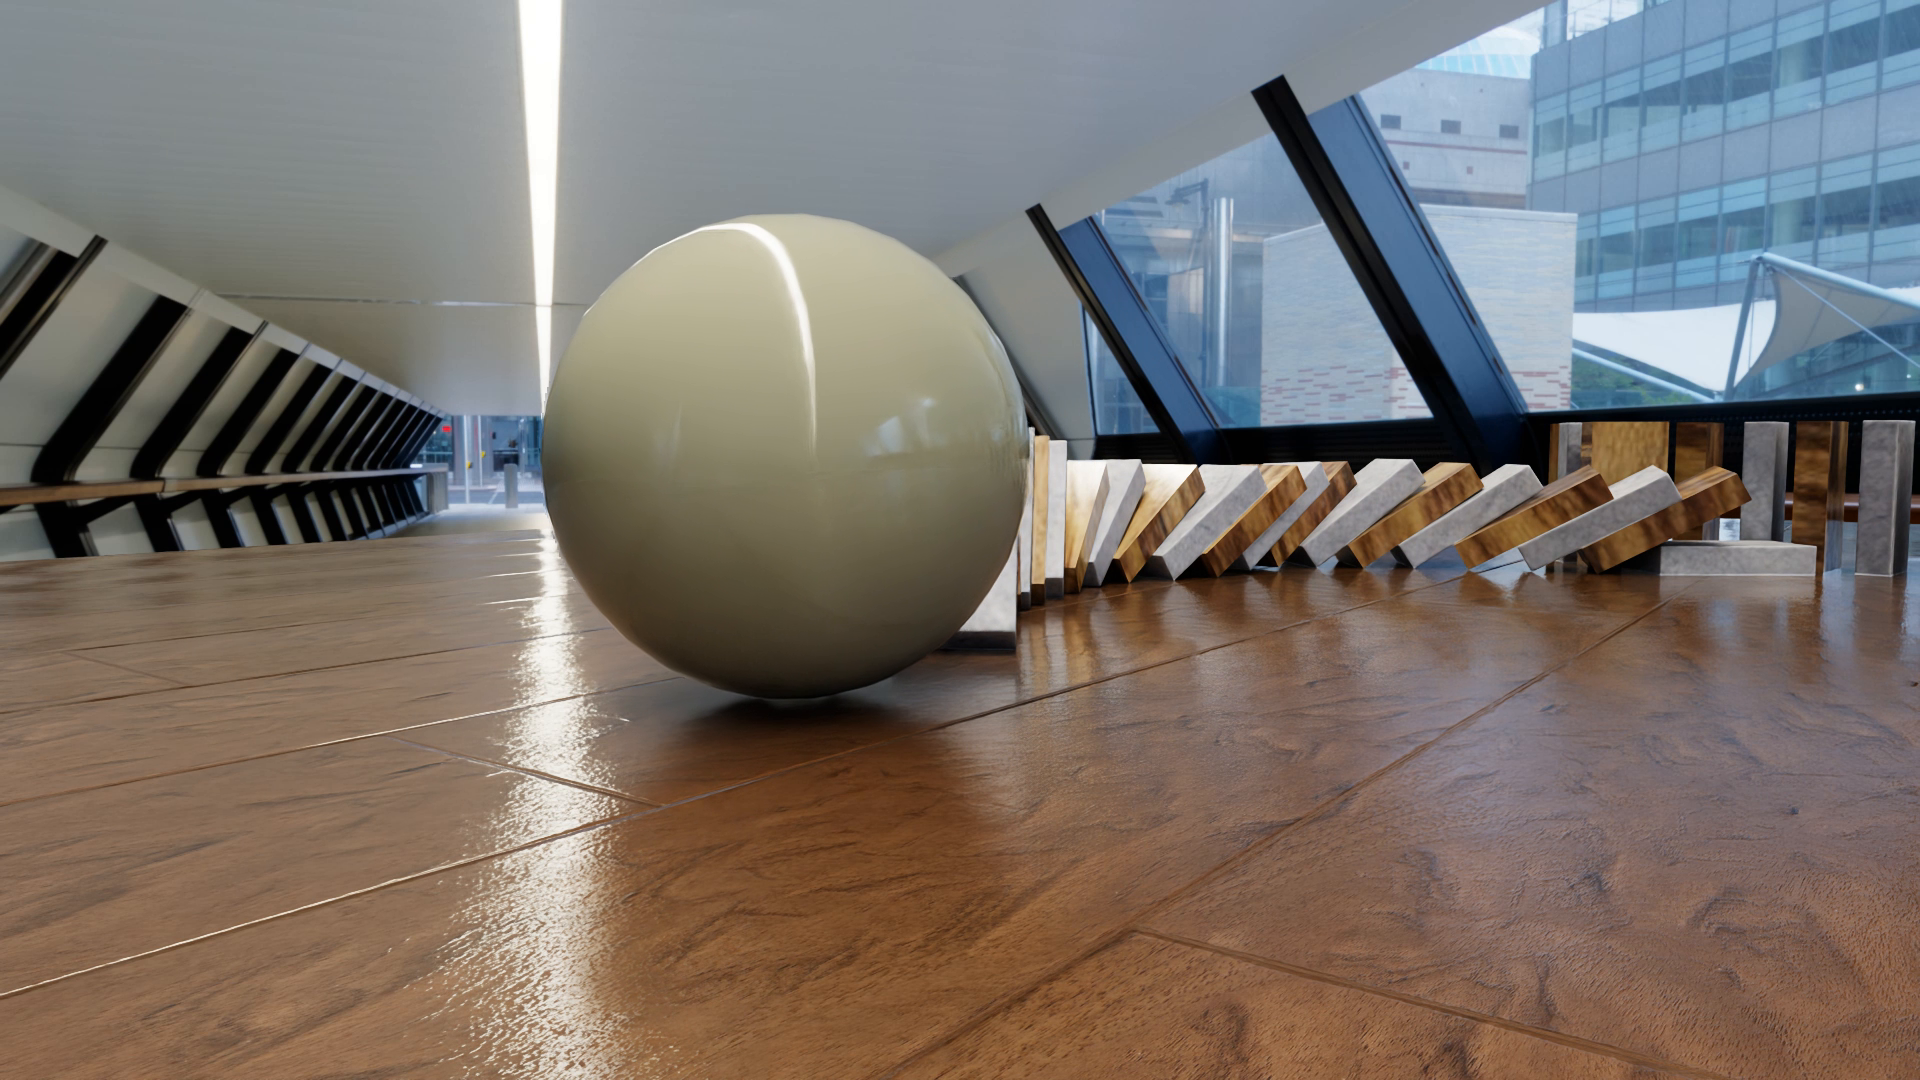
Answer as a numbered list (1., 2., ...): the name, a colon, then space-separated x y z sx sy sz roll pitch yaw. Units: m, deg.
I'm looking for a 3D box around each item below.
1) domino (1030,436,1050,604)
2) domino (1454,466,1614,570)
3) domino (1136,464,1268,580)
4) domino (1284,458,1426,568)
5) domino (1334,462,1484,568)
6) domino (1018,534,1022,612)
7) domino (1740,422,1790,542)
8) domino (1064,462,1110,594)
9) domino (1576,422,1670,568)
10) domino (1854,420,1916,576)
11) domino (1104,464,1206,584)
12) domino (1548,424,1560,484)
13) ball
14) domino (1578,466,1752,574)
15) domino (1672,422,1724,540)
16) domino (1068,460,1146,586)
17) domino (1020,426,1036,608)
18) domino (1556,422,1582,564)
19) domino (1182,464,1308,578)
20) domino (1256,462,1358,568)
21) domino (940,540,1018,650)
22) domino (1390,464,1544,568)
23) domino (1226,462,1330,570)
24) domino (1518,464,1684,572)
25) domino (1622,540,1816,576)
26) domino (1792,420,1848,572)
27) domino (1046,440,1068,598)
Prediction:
1. domino: 0.012 -0.006 0.355 0.025 0.050 0.010 0 -35 6
2. domino: 0.193 -0.008 0.436 0.050 0.010 0.025 -30 0 21
3. domino: 0.075 -0.007 0.419 0.050 0.010 0.025 -40 24 -25
4. domino: 0.137 -0.010 0.453 0.050 0.009 0.025 -37 10 -7
5. domino: 0.156 -0.009 0.451 0.050 0.010 0.025 -34 5 0
6. domino: 0.003 -0.006 0.330 0.025 0.050 0.010 -1 -29 4
7. domino: 0.282 -0.016 0.450 0.009 0.050 0.025 4 6 41
8. domino: 0.028 -0.005 0.385 0.025 0.009 0.050 1 40 19
9. domino: 0.229 -0.016 0.444 0.025 0.050 0.010 0 4 5
10. domino: 0.304 -0.014 0.421 0.025 0.050 0.009 -4 6 -43
11. domino: 0.055 -0.006 0.412 0.025 0.010 0.050 4 40 44
12. domino: 0.234 -0.018 0.478 0.010 0.050 0.025 -3 5 -33
13. ball: -0.028 -0.014 0.215 0.080 0.080 0.080 0 4 0
14. domino: 0.230 -0.007 0.423 0.050 0.010 0.025 -30 0 19
15. domino: 0.265 -0.017 0.460 0.009 0.050 0.025 4 6 42
16. domino: 0.039 -0.006 0.400 0.025 0.010 0.050 1 41 28
17. domino: 0.007 -0.007 0.341 0.025 0.050 0.009 0 -29 6
18. domino: 0.229 -0.017 0.460 0.025 0.050 0.009 1 4 7
19. domino: 0.090 -0.007 0.427 0.050 0.009 0.025 -40 24 -25
20. domino: 0.115 -0.010 0.454 0.050 0.010 0.025 -41 23 -27
21. domino: 0.000 -0.002 0.274 0.025 0.050 0.009 0 -27 4
22. domino: 0.175 -0.009 0.447 0.050 0.009 0.025 -33 0 8
23. domino: 0.102 -0.009 0.442 0.050 0.010 0.025 -42 24 -28
24. domino: 0.211 -0.007 0.429 0.050 0.010 0.025 -30 0 20
25. domino: 0.252 0.006 0.427 0.050 0.009 0.025 0 4 1
26. domino: 0.291 -0.015 0.435 0.025 0.050 0.009 -4 6 -44
27. domino: 0.018 -0.007 0.367 0.025 0.050 0.009 0 -38 6
